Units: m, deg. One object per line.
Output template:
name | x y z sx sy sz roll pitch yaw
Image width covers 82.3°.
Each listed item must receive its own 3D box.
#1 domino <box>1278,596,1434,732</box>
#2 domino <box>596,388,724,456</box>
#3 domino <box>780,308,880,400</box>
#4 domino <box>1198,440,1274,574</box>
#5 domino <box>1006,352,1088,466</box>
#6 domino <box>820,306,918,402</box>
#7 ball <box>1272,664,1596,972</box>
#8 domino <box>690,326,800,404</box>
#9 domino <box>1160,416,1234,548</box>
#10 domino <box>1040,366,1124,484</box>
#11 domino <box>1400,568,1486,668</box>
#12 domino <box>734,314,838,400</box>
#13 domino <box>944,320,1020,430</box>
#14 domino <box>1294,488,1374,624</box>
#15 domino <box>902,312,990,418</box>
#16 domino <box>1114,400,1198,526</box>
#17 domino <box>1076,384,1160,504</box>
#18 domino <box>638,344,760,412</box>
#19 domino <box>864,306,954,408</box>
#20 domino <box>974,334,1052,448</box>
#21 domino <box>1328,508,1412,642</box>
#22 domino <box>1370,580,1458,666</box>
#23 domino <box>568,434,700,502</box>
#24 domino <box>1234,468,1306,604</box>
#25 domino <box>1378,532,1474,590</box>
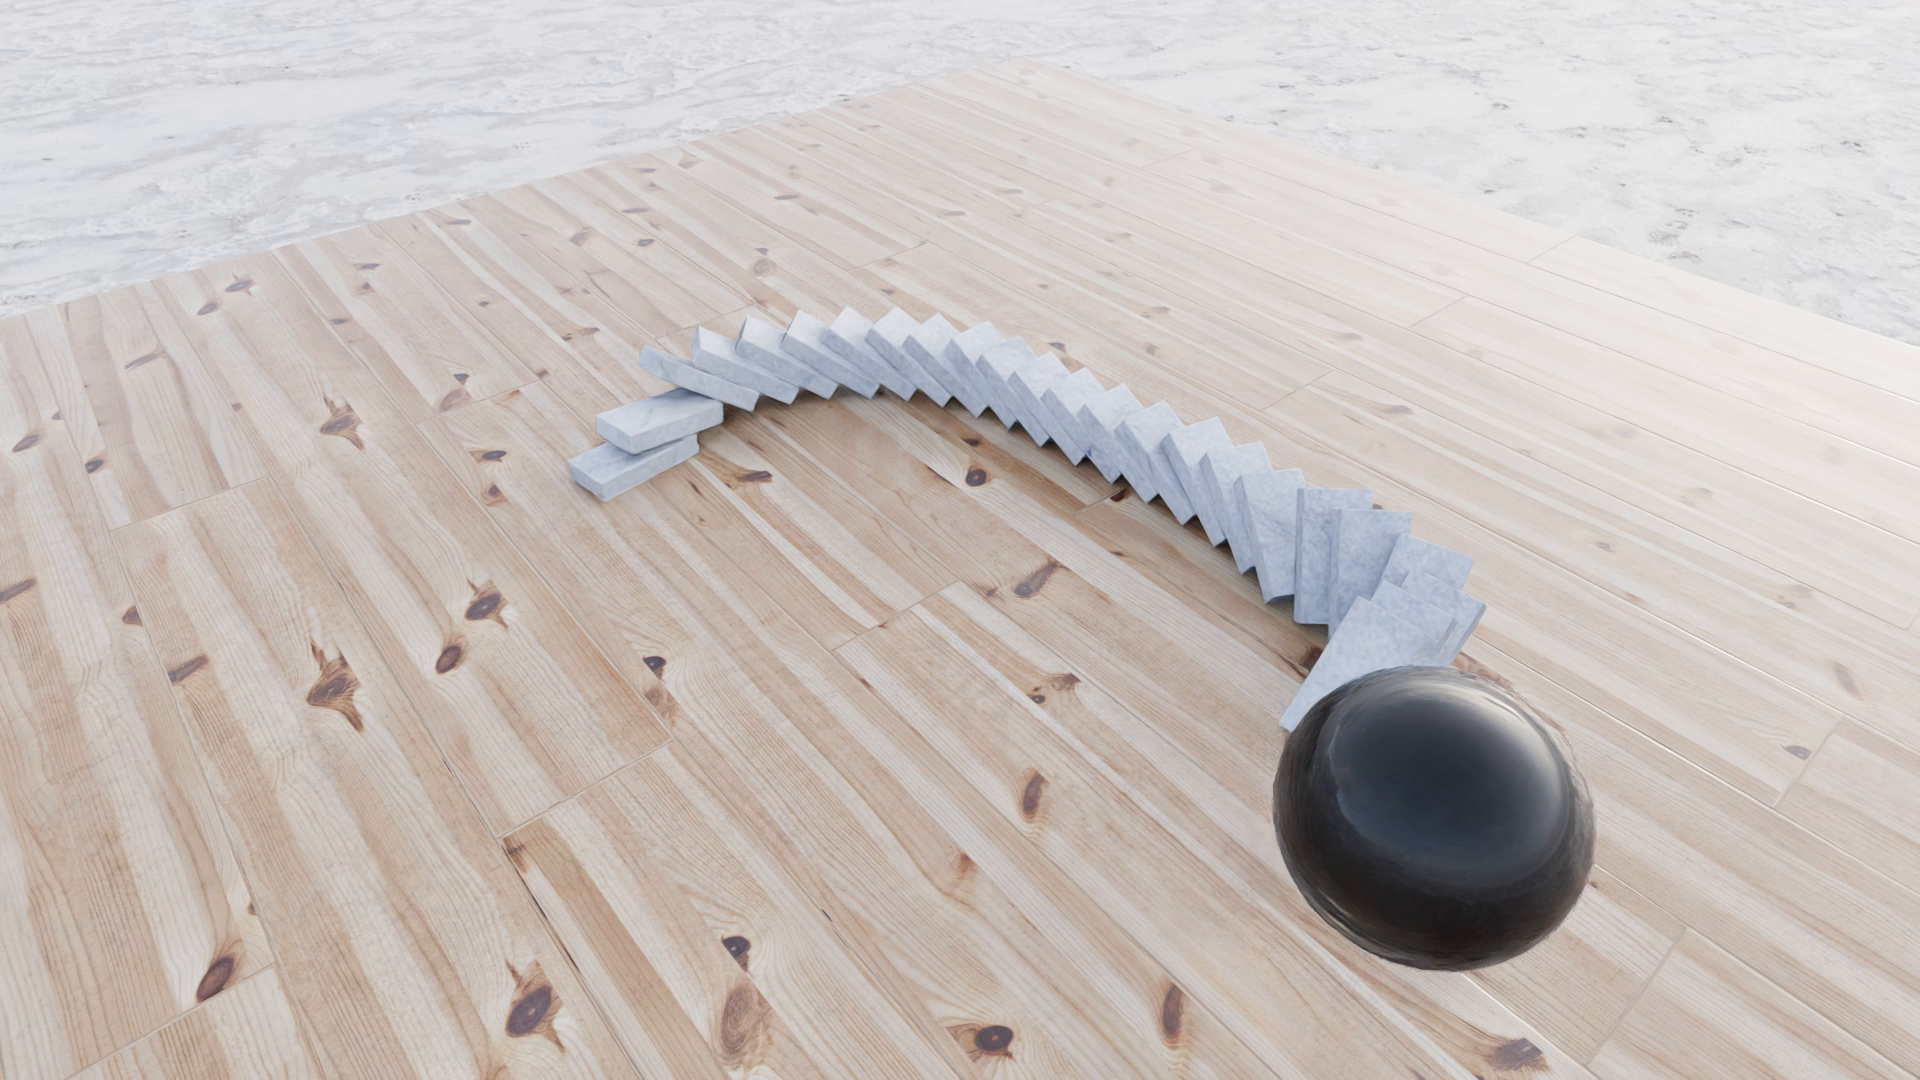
domino | 0.129 0.046 0.361 0.025 0.050 0.010 34 6 34
domino | -0.134 -0.054 0.493 0.025 0.010 0.050 29 39 30
domino | -0.061 -0.090 0.535 0.050 0.009 0.025 28 38 -14
domino | 0.117 -0.013 0.440 0.025 0.009 0.050 -12 72 -14
domino | 0.047 -0.060 0.498 0.025 0.009 0.050 -32 78 -33
domino | -0.040 -0.091 0.535 0.050 0.010 0.025 33 41 -9
ball | 0.126 0.074 0.297 0.080 0.080 0.080 0 39 0
domino | -0.102 -0.083 0.524 0.050 0.009 0.025 20 27 -28
domino | 0.106 -0.024 0.454 0.025 0.009 0.050 -18 74 -21
domino | 0.061 -0.051 0.488 0.025 0.009 0.050 -32 78 -33
domino | 0.152 0.037 0.372 0.025 0.050 0.009 34 6 34
domino | -0.083 -0.088 0.531 0.050 0.009 0.025 25 32 -20
domino | 0.018 -0.078 0.520 0.025 0.010 0.050 -31 79 -34
domino | 0.138 0.006 0.408 0.025 0.050 0.010 1 1 1
domino | -0.001 -0.084 0.527 0.050 0.010 0.025 44 49 2
domino | 0.090 -0.033 0.466 0.025 0.009 0.050 -26 75 -28
domino | 0.076 -0.042 0.477 0.025 0.010 0.050 -30 76 -31
domino | -0.121 -0.075 0.509 0.050 0.010 0.025 17 10 -42
domino | -0.019 -0.089 0.533 0.050 0.010 0.025 40 46 -1
domino | 0.032 -0.069 0.509 0.025 0.009 0.050 -32 79 -33
domino | 0.148 0.014 0.398 0.025 0.050 0.010 2 1 2
domino | 0.140 0.042 0.367 0.025 0.050 0.010 34 6 34
domino | -0.144 -0.037 0.489 0.025 0.010 0.050 30 48 31
domino | 0.125 -0.002 0.426 0.025 0.010 0.050 -7 71 -9
domino | 0.157 0.025 0.385 0.025 0.050 0.010 23 2 20
